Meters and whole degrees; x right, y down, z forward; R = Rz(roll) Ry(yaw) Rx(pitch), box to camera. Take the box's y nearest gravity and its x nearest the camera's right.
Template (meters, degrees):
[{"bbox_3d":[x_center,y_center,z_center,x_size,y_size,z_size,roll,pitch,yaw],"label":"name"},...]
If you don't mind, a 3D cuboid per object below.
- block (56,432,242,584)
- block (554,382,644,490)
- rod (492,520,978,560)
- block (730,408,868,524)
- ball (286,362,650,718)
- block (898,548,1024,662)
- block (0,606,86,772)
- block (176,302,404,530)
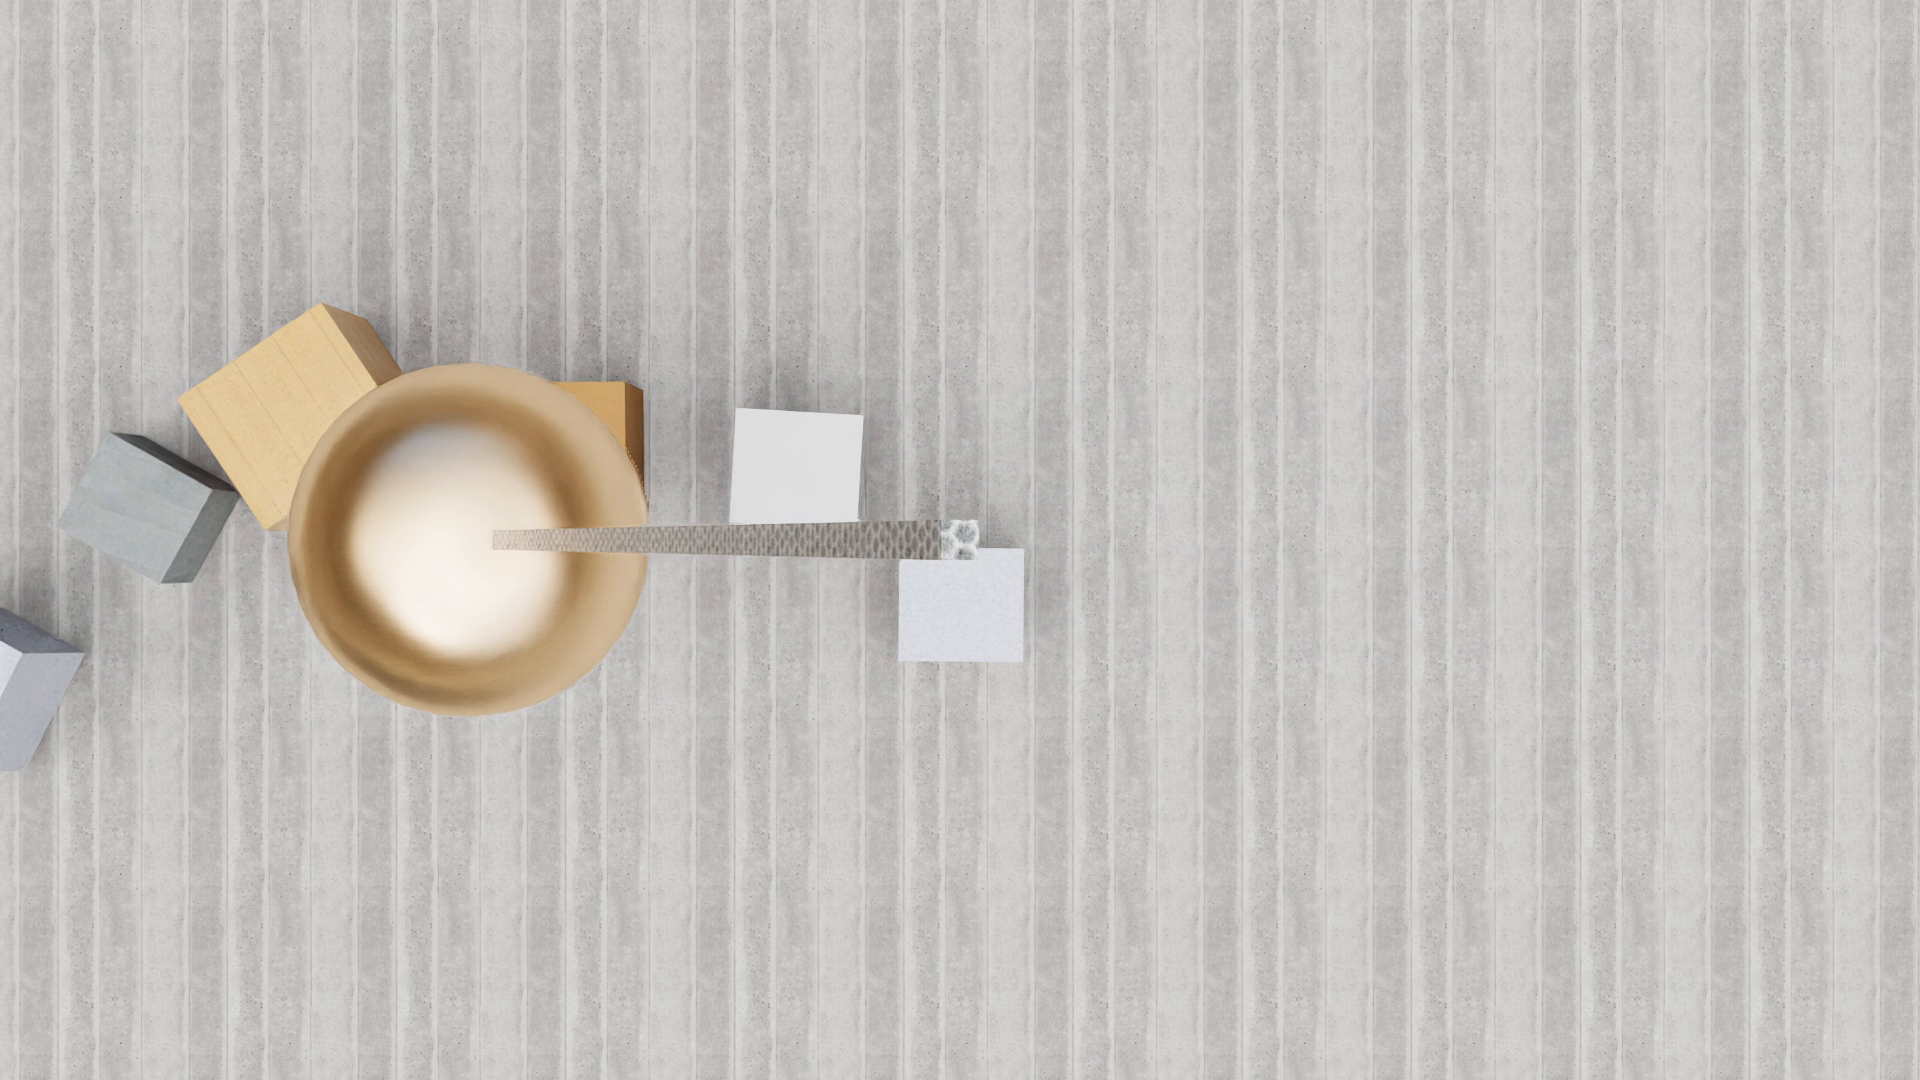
[{"bbox_3d":[-4.683,-0.182,12.733,0.676,0.534,0.614,29,90,0],"label":"block"},{"bbox_3d":[-2.267,-0.524,12.640,0.796,0.721,0.715,-1,90,0],"label":"block"},{"bbox_3d":[-0.956,0.000,6.769,0.080,5.200,0.080,0,90,-22],"label":"rod"},{"bbox_3d":[-0.915,-0.370,12.638,0.713,0.723,0.695,3,90,0],"label":"block"},{"bbox_3d":[-2.205,0.000,9.931,1.600,1.600,1.600,0,90,0],"label":"ball"},{"bbox_3d":[0.007,0.362,12.648,0.697,0.703,0.636,1,90,0],"label":"block"},{"bbox_3d":[-5.652,0.835,12.609,0.681,0.714,0.772,27,90,6],"label":"block"},{"bbox_3d":[-3.660,-0.679,12.532,0.953,0.936,0.870,-34,90,0],"label":"block"}]
